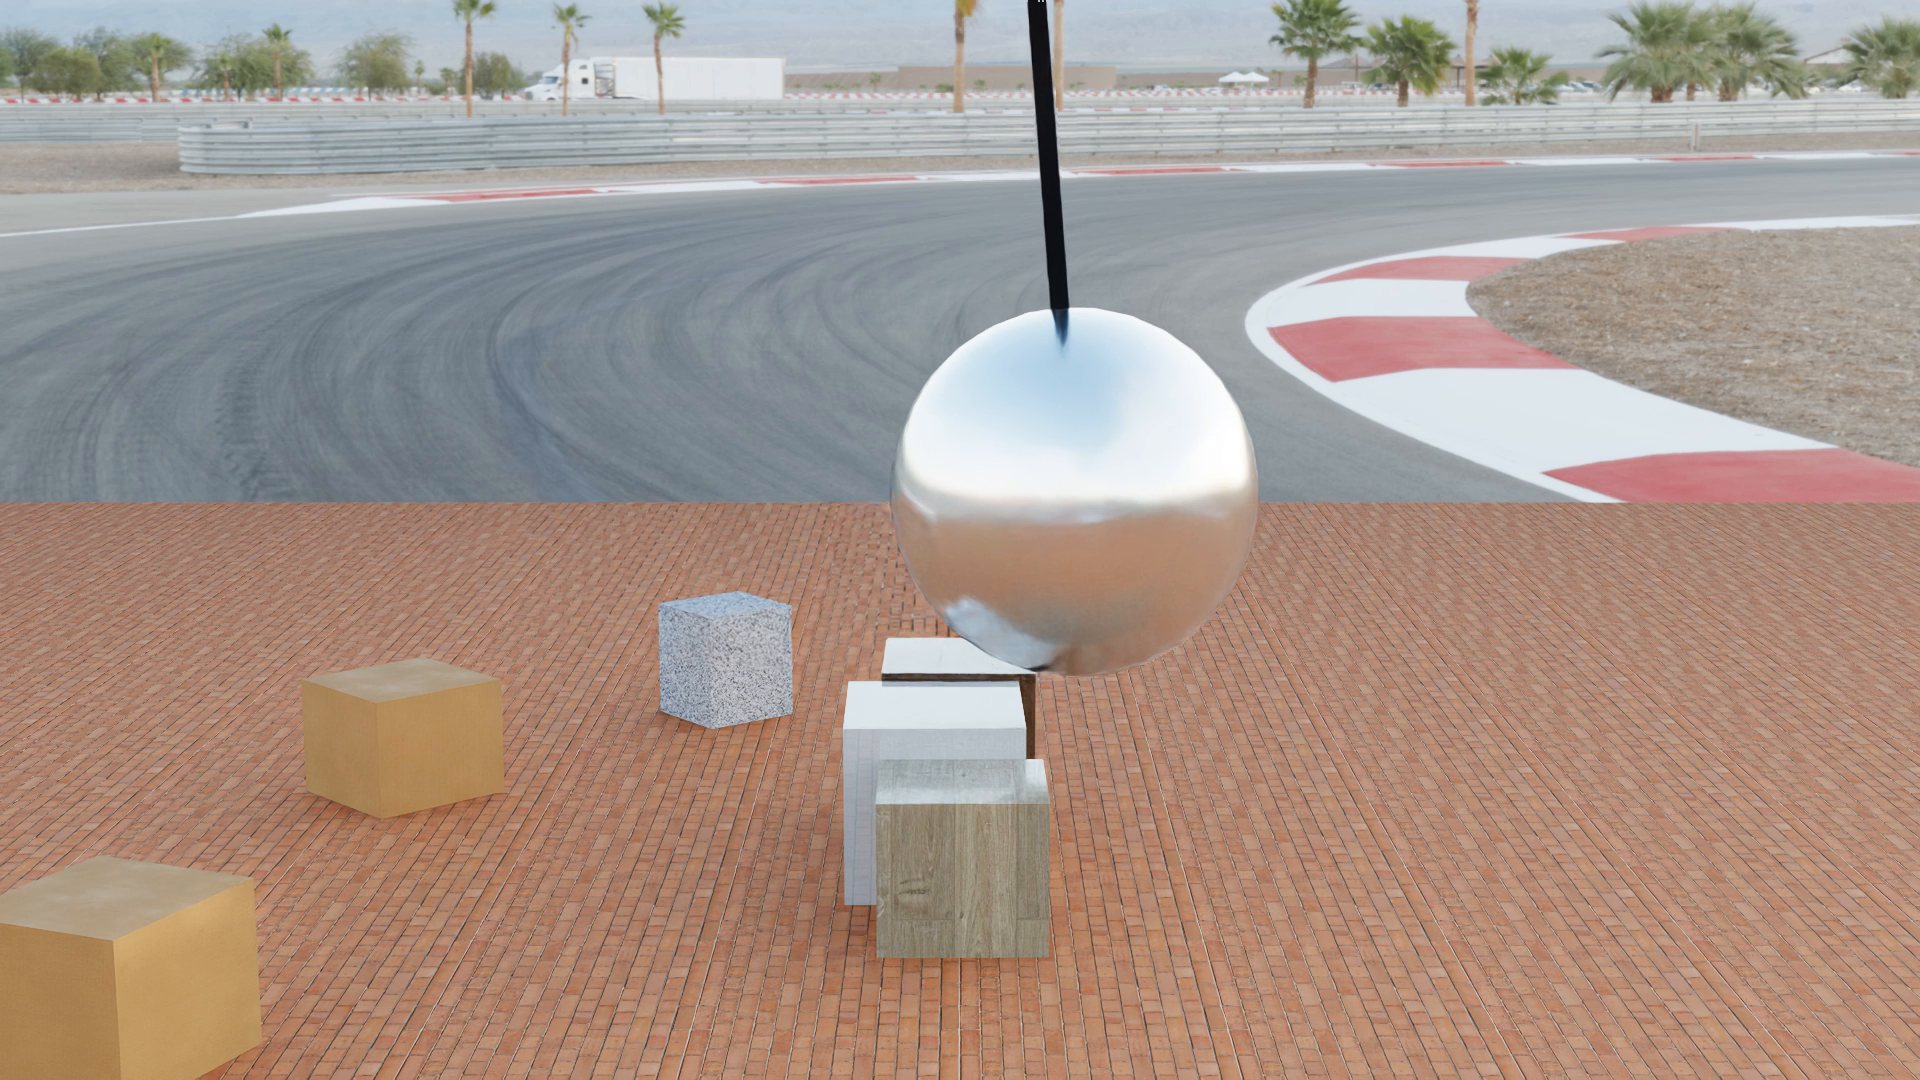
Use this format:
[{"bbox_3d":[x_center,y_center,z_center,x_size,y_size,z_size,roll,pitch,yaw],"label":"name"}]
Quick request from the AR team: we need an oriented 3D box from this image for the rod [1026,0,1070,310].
[{"bbox_3d":[0.214,-3.543,10.536,0.080,5.200,0.080,-5,10,1],"label":"rod"}]

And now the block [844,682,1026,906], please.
[{"bbox_3d":[-0.113,1.102,11.334,0.774,0.776,0.857,0,10,-1],"label":"block"}]

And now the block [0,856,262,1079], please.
[{"bbox_3d":[-3.030,1.572,9.155,0.704,0.631,0.746,4,11,22],"label":"block"}]

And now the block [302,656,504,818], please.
[{"bbox_3d":[-2.750,0.964,12.675,0.701,0.568,0.694,-10,14,-43],"label":"block"}]

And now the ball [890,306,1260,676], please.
[{"bbox_3d":[0.494,-0.209,11.142,1.600,1.600,1.600,0,10,0],"label":"ball"}]

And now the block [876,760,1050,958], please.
[{"bbox_3d":[0.008,1.305,10.593,0.693,0.642,0.668,0,10,-1],"label":"block"}]

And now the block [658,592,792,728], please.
[{"bbox_3d":[-1.300,0.658,14.230,0.536,0.614,0.516,-8,13,-38],"label":"block"}]

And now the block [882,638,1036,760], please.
[{"bbox_3d":[-0.005,0.940,12.135,0.702,0.808,0.728,0,10,0],"label":"block"}]
